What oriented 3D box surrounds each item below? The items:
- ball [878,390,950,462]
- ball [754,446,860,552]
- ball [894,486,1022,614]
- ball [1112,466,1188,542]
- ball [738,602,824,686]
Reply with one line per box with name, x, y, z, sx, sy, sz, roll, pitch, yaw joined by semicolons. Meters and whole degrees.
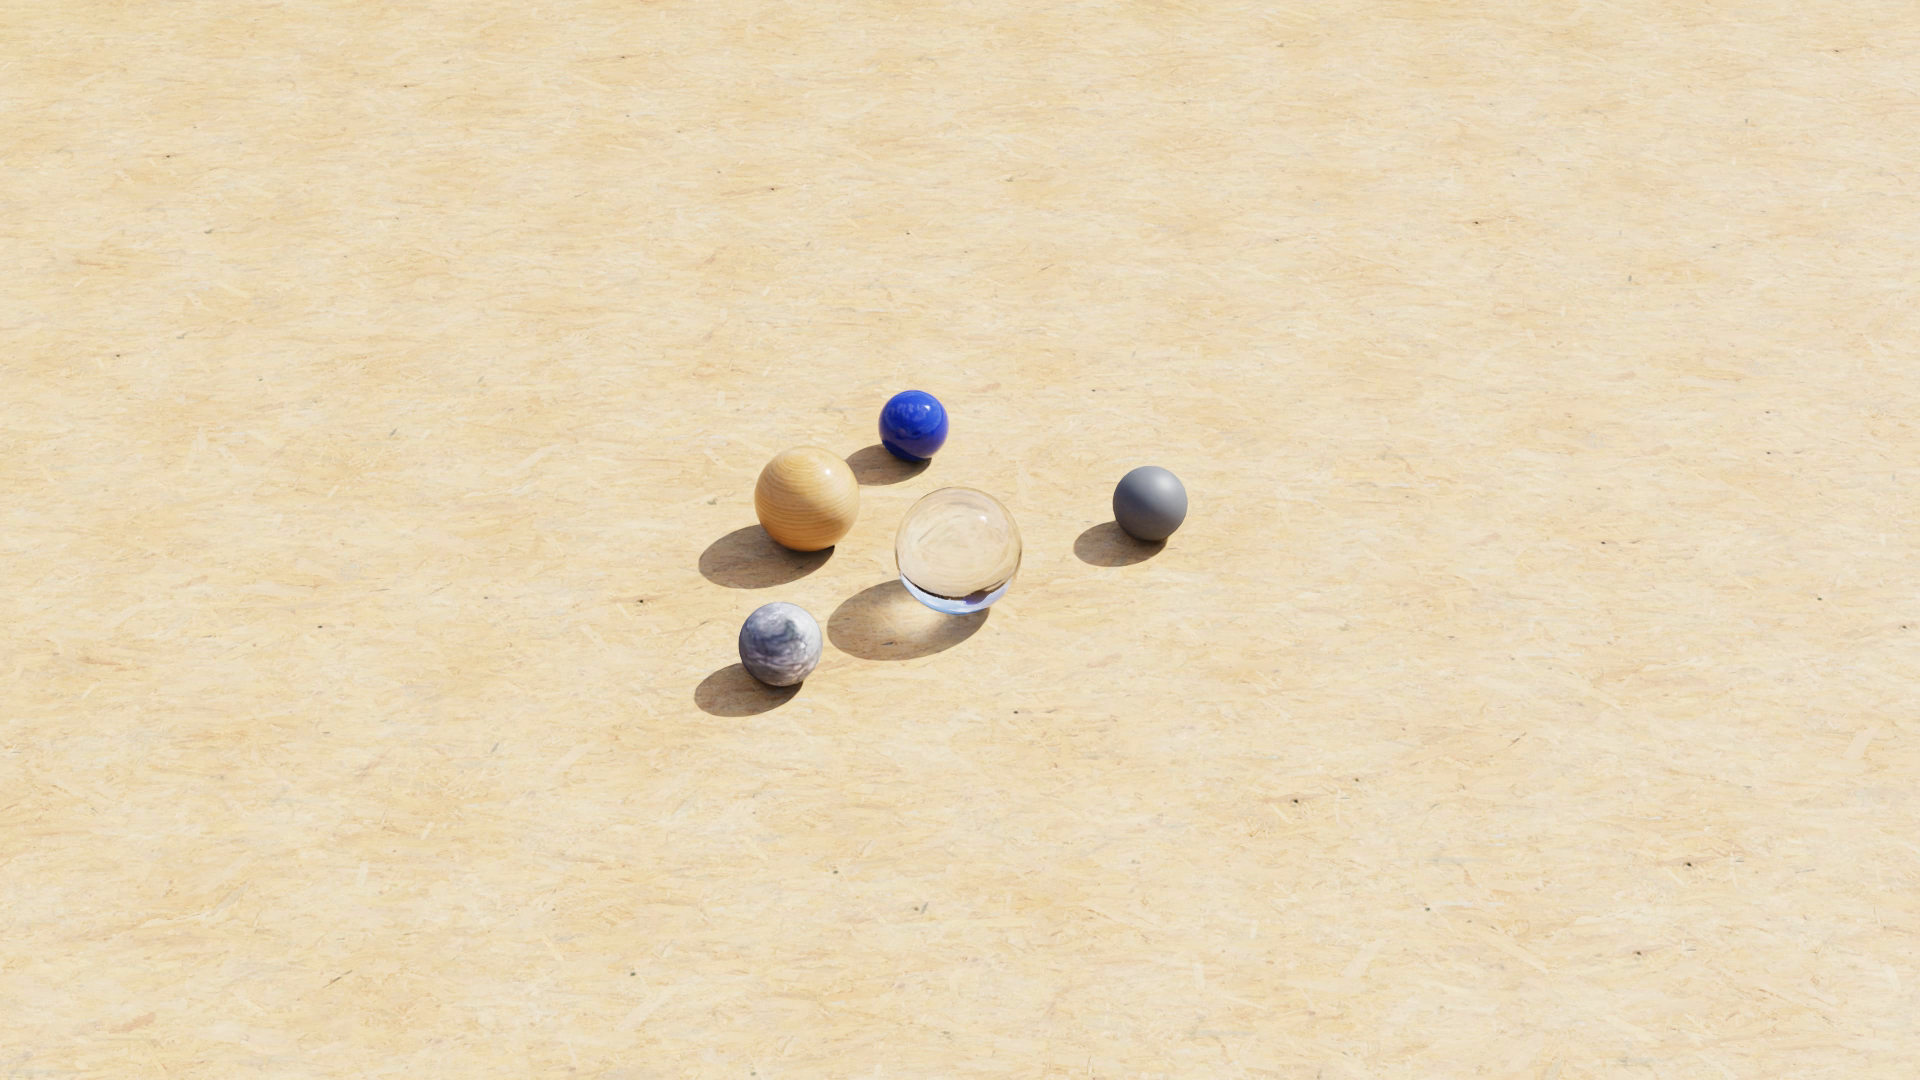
ball;-0.032;-0.079;1.772;0.050;0.050;0.050;0;36;0
ball;-0.100;-0.027;1.684;0.070;0.070;0.070;0;36;0
ball;-0.001;0.007;1.628;0.082;0.082;0.082;0;36;0
ball;0.126;-0.024;1.697;0.050;0.050;0.050;0;36;0
ball;-0.110;0.064;1.575;0.052;0.052;0.052;0;36;0
